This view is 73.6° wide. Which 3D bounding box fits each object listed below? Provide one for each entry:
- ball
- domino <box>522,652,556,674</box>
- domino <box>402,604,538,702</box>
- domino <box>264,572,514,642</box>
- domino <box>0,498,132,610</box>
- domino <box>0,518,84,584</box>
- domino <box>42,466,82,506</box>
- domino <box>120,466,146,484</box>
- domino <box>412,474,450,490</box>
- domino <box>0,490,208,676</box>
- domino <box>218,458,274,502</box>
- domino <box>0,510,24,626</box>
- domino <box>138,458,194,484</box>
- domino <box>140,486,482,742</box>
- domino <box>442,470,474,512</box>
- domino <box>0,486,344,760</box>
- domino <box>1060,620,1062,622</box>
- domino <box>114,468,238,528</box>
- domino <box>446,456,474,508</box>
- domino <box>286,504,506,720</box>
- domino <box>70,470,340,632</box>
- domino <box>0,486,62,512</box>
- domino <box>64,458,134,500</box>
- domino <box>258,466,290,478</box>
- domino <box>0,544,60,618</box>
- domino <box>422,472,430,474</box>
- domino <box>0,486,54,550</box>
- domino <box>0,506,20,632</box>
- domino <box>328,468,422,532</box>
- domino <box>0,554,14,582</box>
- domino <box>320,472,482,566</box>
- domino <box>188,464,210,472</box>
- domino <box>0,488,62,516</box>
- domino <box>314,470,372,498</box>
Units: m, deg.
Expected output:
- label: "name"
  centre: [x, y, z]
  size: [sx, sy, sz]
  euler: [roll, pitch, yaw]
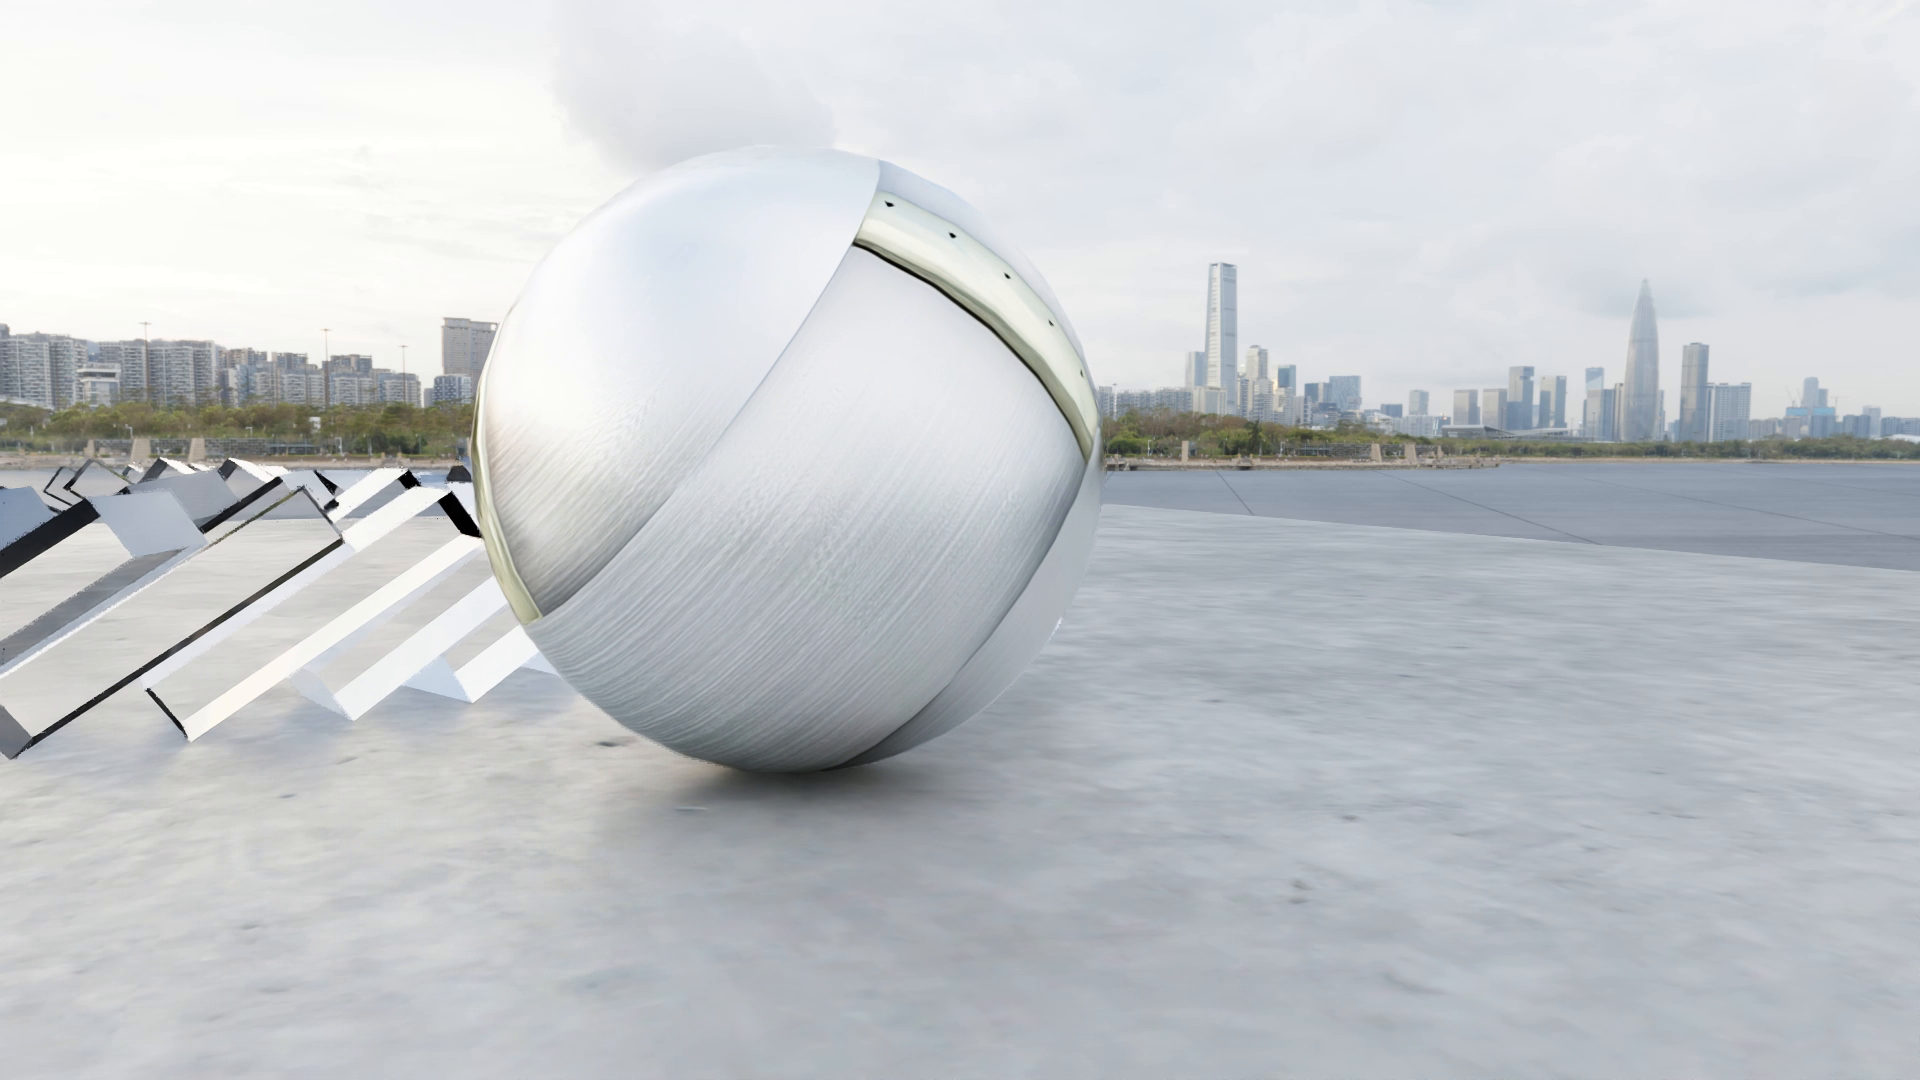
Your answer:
- label: "ball"
  centre: [-0.021, -0.010, 0.168]
  size: [0.080, 0.080, 0.080]
  euler: [0, 4, 0]
- label: "domino"
  centre: [-0.065, 0.007, 0.251]
  size: [0.025, 0.009, 0.050]
  euler: [6, 36, 36]
- label: "domino"
  centre: [-0.077, 0.009, 0.233]
  size: [0.025, 0.009, 0.050]
  euler: [4, 35, 40]
- label: "domino"
  centre: [-0.132, 0.015, 0.303]
  size: [0.025, 0.010, 0.050]
  euler: [3, 6, 39]
- label: "domino"
  centre: [-0.230, 0.002, 0.309]
  size: [0.025, 0.009, 0.050]
  euler: [0, -29, 14]
- label: "domino"
  centre: [-0.293, -0.003, 0.382]
  size: [0.025, 0.009, 0.050]
  euler: [3, -25, 34]
- label: "domino"
  centre: [-0.269, -0.007, 0.418]
  size: [0.050, 0.010, 0.025]
  euler: [36, -15, -28]
- label: "domino"
  centre: [-0.254, -0.007, 0.429]
  size: [0.050, 0.009, 0.025]
  euler: [34, -13, -24]
- label: "domino"
  centre: [-0.142, -0.002, 0.377]
  size: [0.050, 0.009, 0.025]
  euler: [35, 19, 22]
- label: "domino"
  centre: [-0.134, 0.011, 0.178]
  size: [0.050, 0.010, 0.025]
  euler: [-34, 9, -6]
- label: "domino"
  centre: [-0.188, -0.004, 0.369]
  size: [0.050, 0.009, 0.025]
  euler: [36, -9, -14]
- label: "domino"
  centre: [-0.199, 0.009, 0.248]
  size: [0.025, 0.009, 0.050]
  euler: [-17, -6, -41]
- label: "domino"
  centre: [-0.203, -0.004, 0.363]
  size: [0.050, 0.010, 0.025]
  euler: [37, -12, -17]
- label: "domino"
  centre: [-0.102, 0.010, 0.203]
  size: [0.050, 0.010, 0.025]
  euler: [-40, 25, -27]
- label: "domino"
  centre: [-0.156, -0.009, 0.460]
  size: [0.050, 0.009, 0.025]
  euler: [29, 3, 1]
- label: "domino"
  centre: [-0.117, 0.010, 0.190]
  size: [0.050, 0.009, 0.025]
  euler: [-38, 19, -19]
- label: "domino"
  centre: [0.010, -0.005, 0.309]
  size: [0.025, 0.050, 0.010]
  euler: [-2, -29, 0]
- label: "domino"
  centre: [-0.170, 0.005, 0.252]
  size: [0.050, 0.010, 0.025]
  euler: [-32, 6, 10]
- label: "domino"
  centre: [-0.124, -0.005, 0.371]
  size: [0.050, 0.010, 0.025]
  euler: [46, 26, 25]
- label: "domino"
  centre: [-0.088, 0.008, 0.217]
  size: [0.025, 0.010, 0.050]
  euler: [6, 41, 46]
- label: "domino"
  centre: [-0.153, 0.005, 0.259]
  size: [0.050, 0.009, 0.025]
  euler: [-36, 13, -8]
- label: "domino"
  centre: [-0.282, -0.004, 0.403]
  size: [0.025, 0.009, 0.050]
  euler: [5, -22, 47]
- label: "domino"
  centre: [-0.217, -0.003, 0.352]
  size: [0.050, 0.009, 0.025]
  euler: [39, -17, -25]
- label: "domino"
  centre: [-0.220, -0.008, 0.447]
  size: [0.050, 0.009, 0.025]
  euler: [32, -4, -13]
- label: "domino"
  centre: [-0.232, 0.003, 0.287]
  size: [0.025, 0.009, 0.050]
  euler: [-3, -27, 3]
- label: "domino"
  centre: [-0.175, -0.008, 0.459]
  size: [0.050, 0.009, 0.025]
  euler: [28, 4, -2]
- label: "domino"
  centre: [-0.151, 0.011, 0.173]
  size: [0.050, 0.009, 0.025]
  euler: [-33, 7, 1]
- label: "domino"
  centre: [-0.216, 0.004, 0.270]
  size: [0.025, 0.010, 0.050]
  euler: [-3, -32, -32]
- label: "domino"
  centre: [-0.141, 0.003, 0.279]
  size: [0.050, 0.009, 0.025]
  euler: [-44, 28, -27]
- label: "domino"
  centre: [-0.302, -0.002, 0.364]
  size: [0.025, 0.009, 0.050]
  euler: [2, -26, 30]
- label: "domino"
  centre: [-0.197, -0.008, 0.455]
  size: [0.050, 0.010, 0.025]
  euler: [28, 1, -8]
- label: "domino"
  centre: [-0.239, -0.008, 0.439]
  size: [0.050, 0.010, 0.025]
  euler: [33, -10, -18]
- label: "domino"
  centre: [-0.228, 0.001, 0.335]
  size: [0.025, 0.009, 0.050]
  euler: [4, -23, 45]
- label: "domino"
  centre: [-0.165, -0.003, 0.379]
  size: [0.050, 0.009, 0.025]
  euler: [33, 8, 8]
